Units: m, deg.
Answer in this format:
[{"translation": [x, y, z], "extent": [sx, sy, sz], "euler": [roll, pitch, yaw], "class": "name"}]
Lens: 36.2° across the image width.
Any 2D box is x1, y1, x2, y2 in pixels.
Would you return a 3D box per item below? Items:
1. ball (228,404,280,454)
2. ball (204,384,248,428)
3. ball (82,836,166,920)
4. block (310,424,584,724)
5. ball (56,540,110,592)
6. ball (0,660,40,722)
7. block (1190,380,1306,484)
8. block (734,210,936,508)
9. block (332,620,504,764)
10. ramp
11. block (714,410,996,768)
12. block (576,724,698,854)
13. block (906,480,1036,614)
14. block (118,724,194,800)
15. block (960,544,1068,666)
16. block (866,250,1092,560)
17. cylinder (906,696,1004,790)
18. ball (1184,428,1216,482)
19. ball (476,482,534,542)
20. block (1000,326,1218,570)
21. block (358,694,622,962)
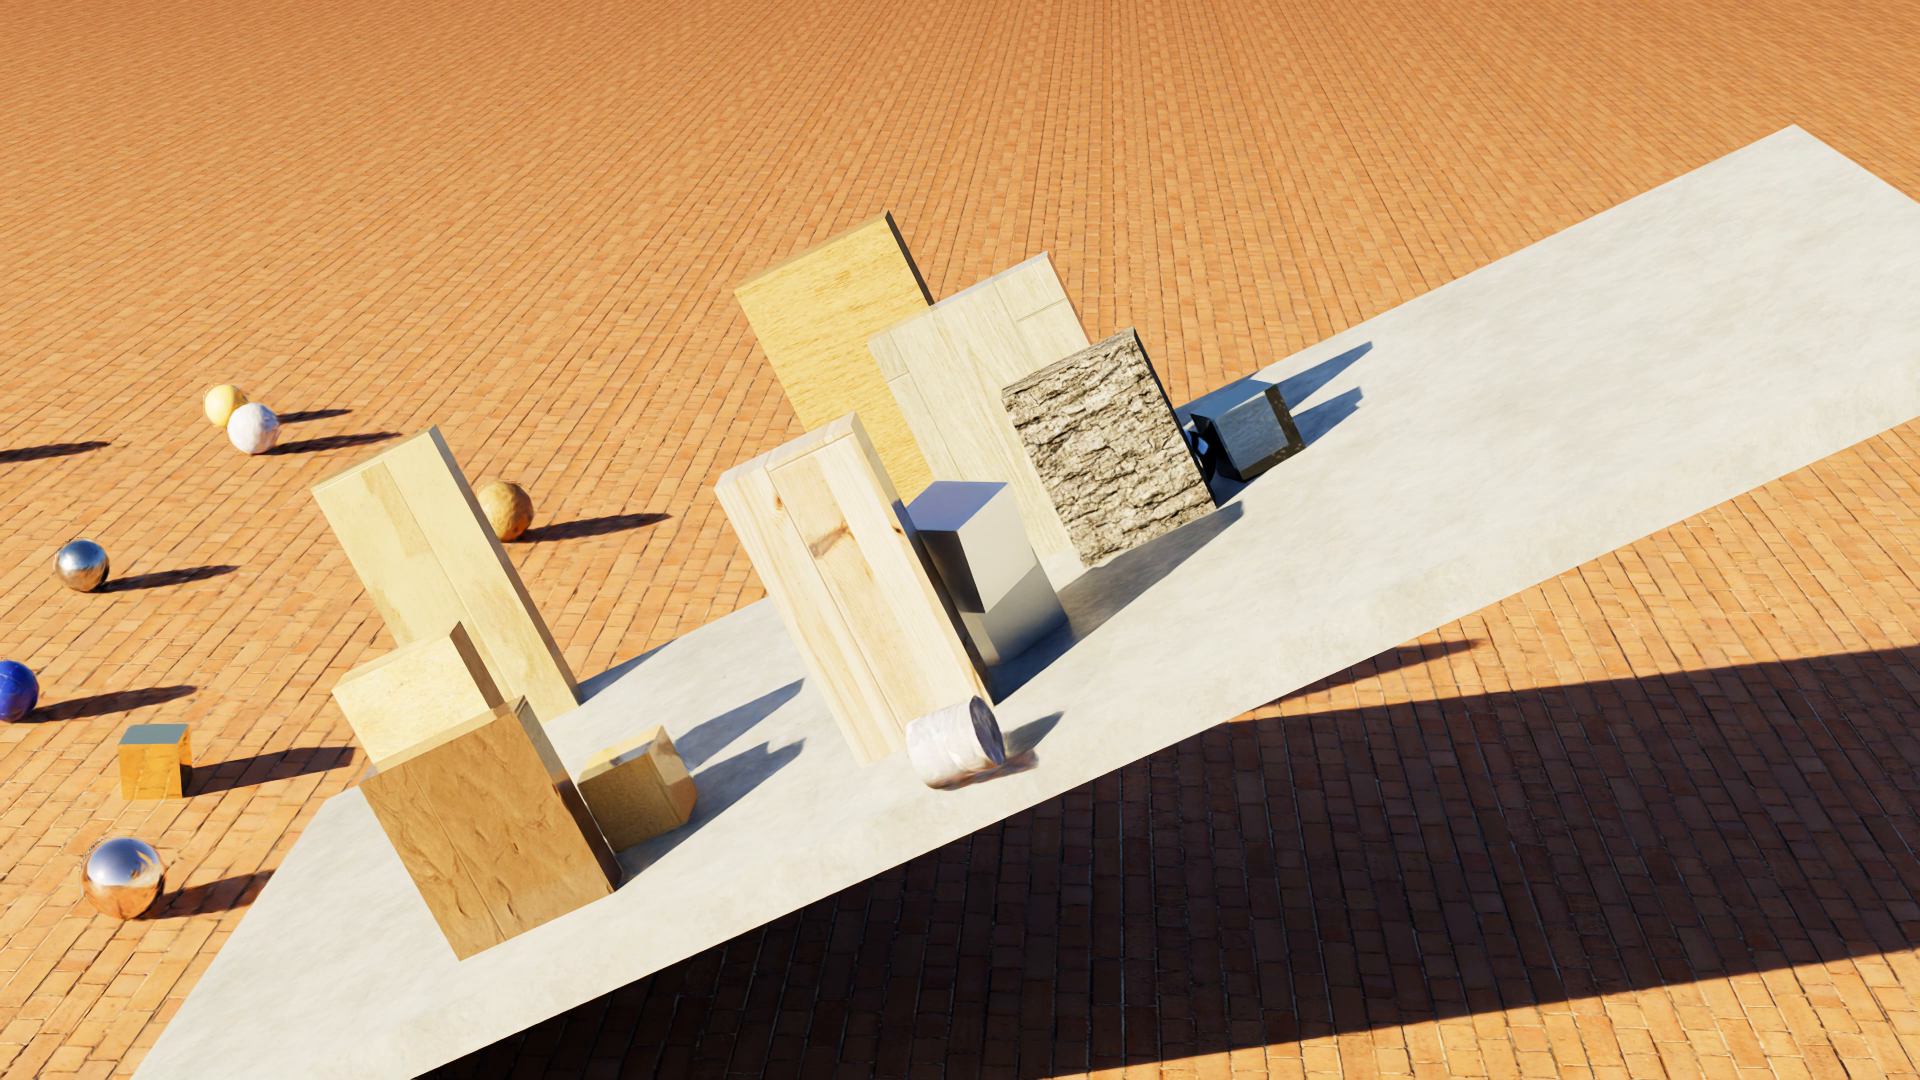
[{"translation": [-2.712, -0.427, 11.295], "extent": [0.195, 0.195, 0.195], "euler": [0, 16, 0], "class": "ball"}, {"translation": [-2.919, -0.534, 11.710], "extent": [0.170, 0.170, 0.170], "euler": [0, 16, 0], "class": "ball"}, {"translation": [-2.001, 0.809, 7.042], "extent": [0.197, 0.197, 0.197], "euler": [0, 16, 0], "class": "ball"}, {"translation": [-1.247, 0.131, 7.182], "extent": [0.328, 0.768, 0.084], "euler": [-25, 14, 9], "class": "block"}, {"translation": [-2.856, 0.085, 9.579], "extent": [0.170, 0.170, 0.170], "euler": [0, 16, 0], "class": "ball"}, {"translation": [-2.714, 0.430, 8.376], "extent": [0.178, 0.178, 0.178], "euler": [0, 16, 0], "class": "ball"}, {"translation": [0.618, -0.236, 6.327], "extent": [0.156, 0.156, 0.156], "euler": [-29, 14, -10], "class": "block"}, {"translation": [-0.158, -0.304, 6.677], "extent": [0.378, 0.797, 0.115], "euler": [-25, 14, 9], "class": "block"}, {"translation": [-1.029, 0.463, 6.033], "extent": [0.274, 0.529, 0.105], "euler": [-25, 14, 9], "class": "block"}, {"translation": [0.137, 0.168, 6.281], "extent": [4.000, 0.100, 2.000], "euler": [-25, 14, 9], "class": "ramp"}, {"translation": [-0.196, 0.096, 5.637], "extent": [0.288, 0.615, 0.122], "euler": [-25, 14, 9], "class": "block"}, {"translation": [-0.651, 0.503, 5.949], "extent": [0.165, 0.165, 0.165], "euler": [-24, 14, 10], "class": "block"}, {"translation": [0.000, 0.012, 5.758], "extent": [0.186, 0.186, 0.186], "euler": [2, 32, 38], "class": "block"}, {"translation": [-2.149, 0.592, 7.860], "extent": [0.156, 0.156, 0.156], "euler": [-1, 16, -3], "class": "block"}, {"translation": [0.068, 0.130, 5.951], "extent": [0.180, 0.180, 0.180], "euler": [-34, 15, -27], "class": "block"}, {"translation": [0.126, -0.264, 6.408], "extent": [0.432, 0.602, 0.081], "euler": [-25, 14, 9], "class": "block"}, {"translation": [-0.009, 0.366, 5.311], "extent": [0.132, 0.132, 0.132], "euler": [-22, 9, 19], "class": "cylinder"}, {"translation": [0.476, -0.164, 6.342], "extent": [0.152, 0.152, 0.152], "euler": [0, 16, 0], "class": "ball"}, {"translation": [-1.576, -0.097, 10.134], "extent": [0.209, 0.209, 0.209], "euler": [0, 16, 0], "class": "ball"}, {"translation": [0.315, -0.194, 6.202], "extent": [0.306, 0.409, 0.115], "euler": [-25, 14, 9], "class": "block"}, {"translation": [-0.908, 0.559, 5.699], "extent": [0.344, 0.409, 0.100], "euler": [-25, 14, 9], "class": "block"}]
